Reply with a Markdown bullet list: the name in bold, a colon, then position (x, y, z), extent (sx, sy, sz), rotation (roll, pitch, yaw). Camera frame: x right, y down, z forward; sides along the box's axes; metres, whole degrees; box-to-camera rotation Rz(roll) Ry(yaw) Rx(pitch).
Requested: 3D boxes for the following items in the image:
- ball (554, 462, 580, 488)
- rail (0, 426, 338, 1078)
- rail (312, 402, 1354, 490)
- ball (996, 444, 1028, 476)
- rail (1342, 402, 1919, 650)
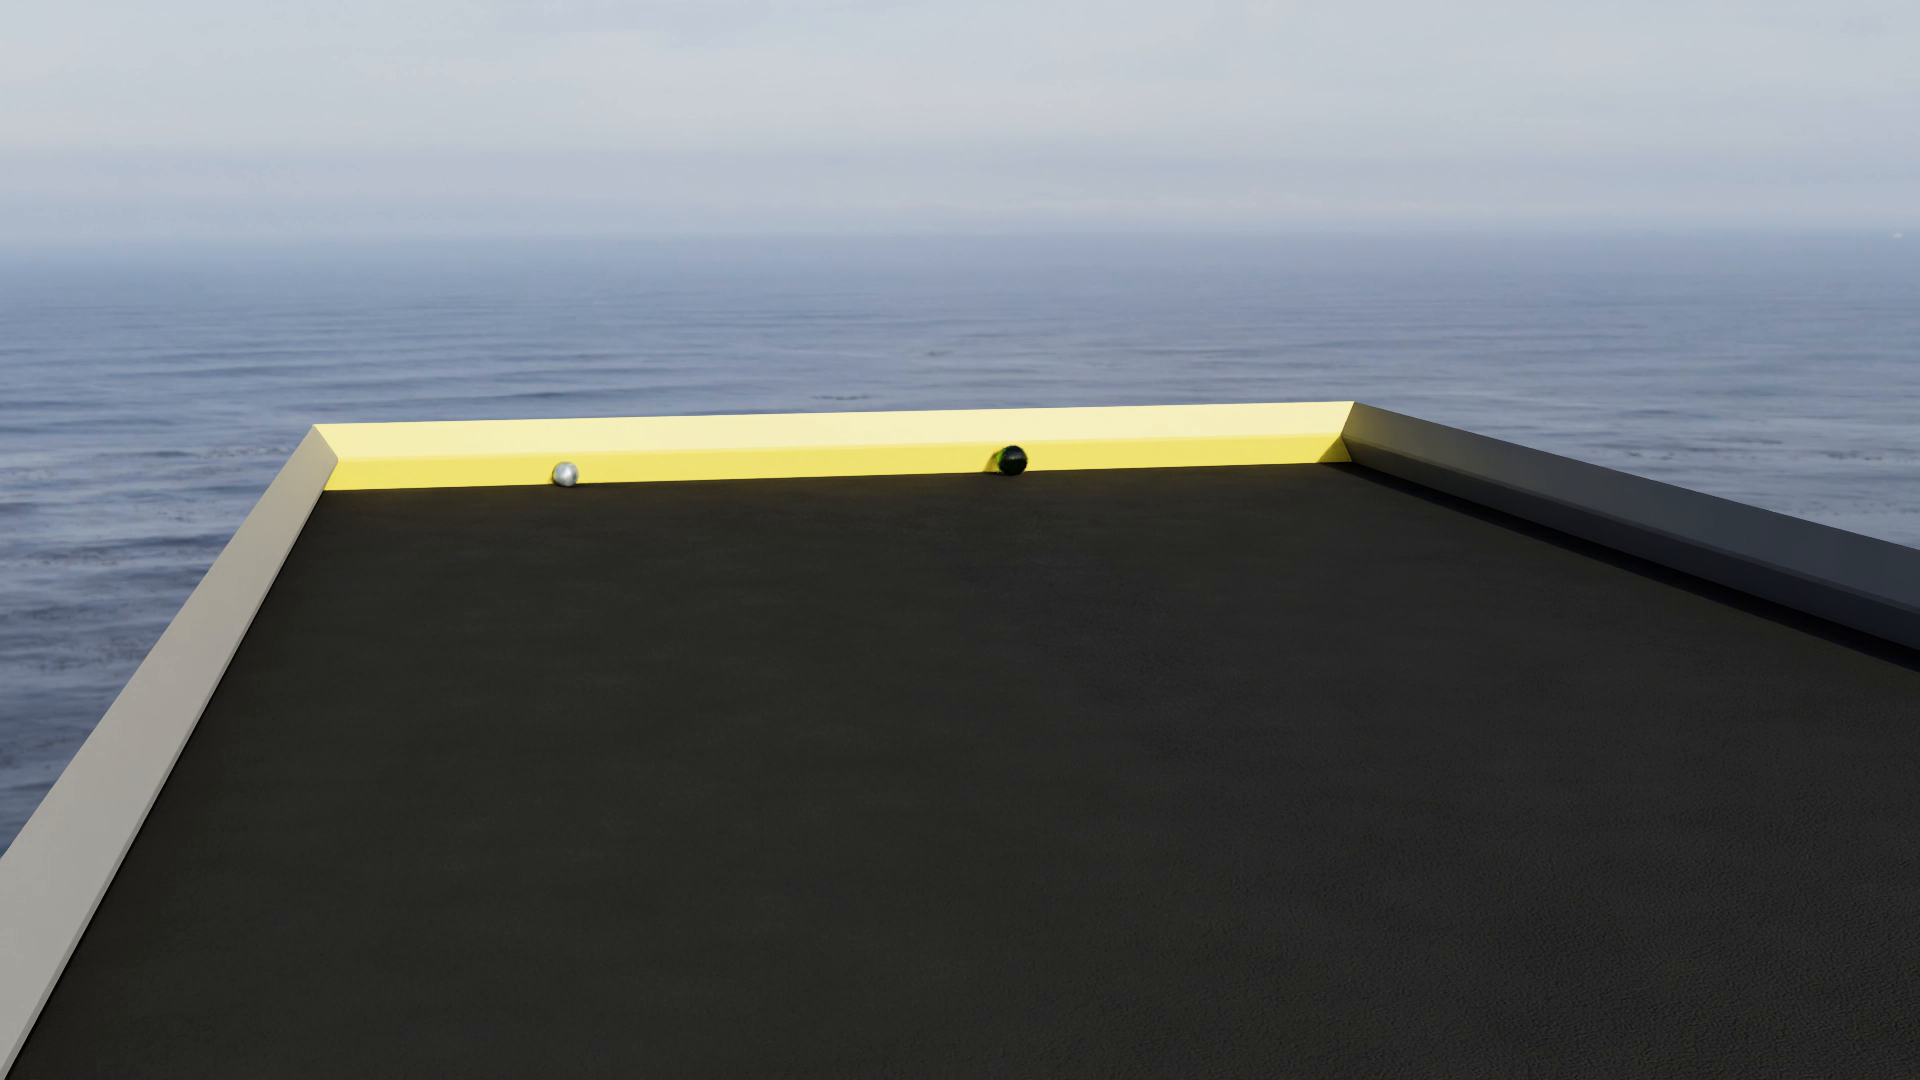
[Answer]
- **ball**: position (-0.739, -0.123, 4.130), extent (0.048, 0.048, 0.048), rotation (0, 9, 0)
- **rail**: position (-0.782, 0.153, 2.232), extent (0.045, 0.121, 3.837), rotation (-2, 10, -12)
- **rail**: position (-0.192, -0.184, 4.264), extent (2.046, 0.121, 0.045), rotation (-2, 10, -12)
- **ball**: position (0.102, -0.156, 4.289), extent (0.060, 0.060, 0.060), rotation (0, 9, 0)
- **rail**: position (1.175, 0.086, 2.636), extent (0.045, 0.121, 3.837), rotation (-2, 10, -12)
